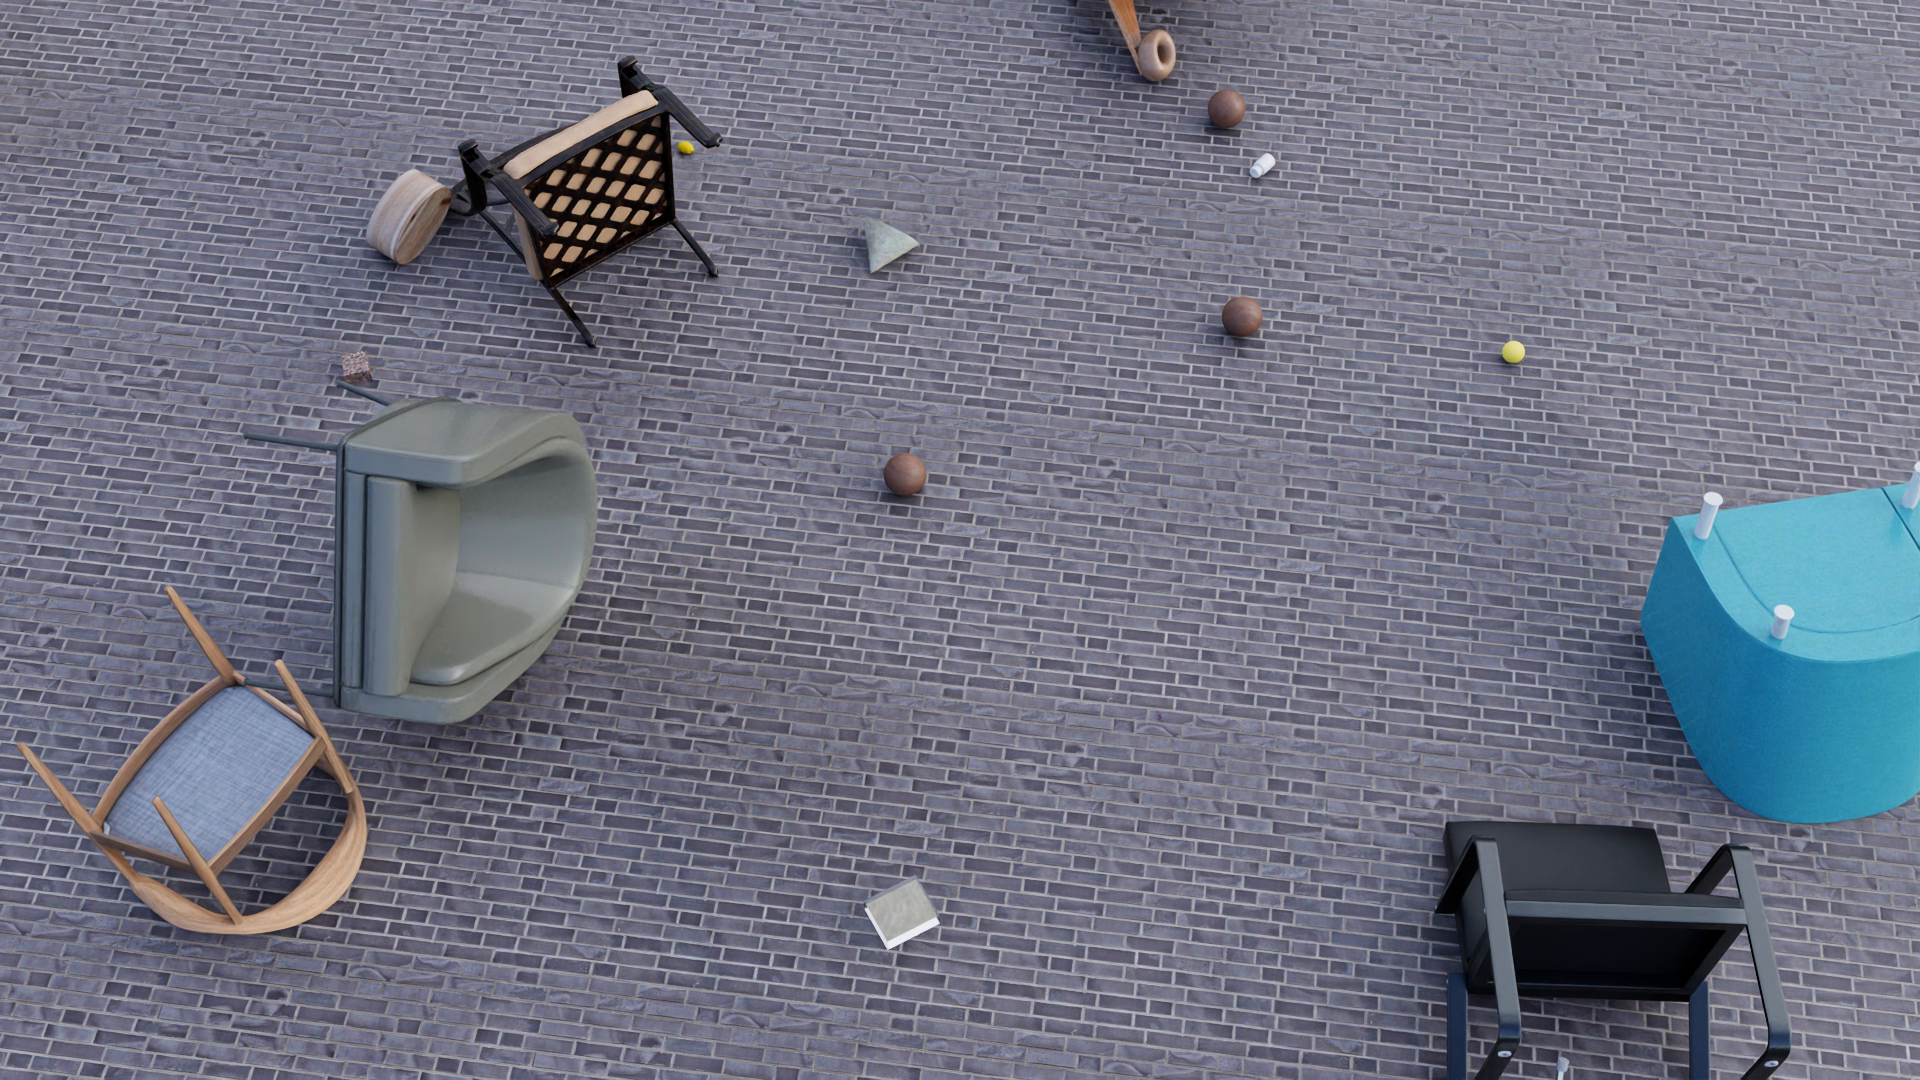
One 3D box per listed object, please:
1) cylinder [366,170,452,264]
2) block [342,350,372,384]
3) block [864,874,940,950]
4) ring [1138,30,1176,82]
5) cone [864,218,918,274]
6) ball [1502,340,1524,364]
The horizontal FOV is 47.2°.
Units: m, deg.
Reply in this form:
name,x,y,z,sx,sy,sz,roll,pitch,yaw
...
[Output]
name,x,y,z,sx,sy,sz,roll,pitch,yaw
cylinder,-1.798,-1.054,7.168,0.136,0.162,0.294,31,85,19
block,-1.896,-0.543,6.913,0.079,0.043,0.083,-12,57,-8
block,-0.155,0.994,5.875,0.157,0.053,0.135,-24,60,-16
ring,0.682,-1.681,7.627,0.140,0.082,0.199,29,59,-35
cone,-0.258,-0.937,7.161,0.201,0.147,0.156,25,86,0
ball,1.744,-0.592,6.929,0.070,0.070,0.070,0,56,0
